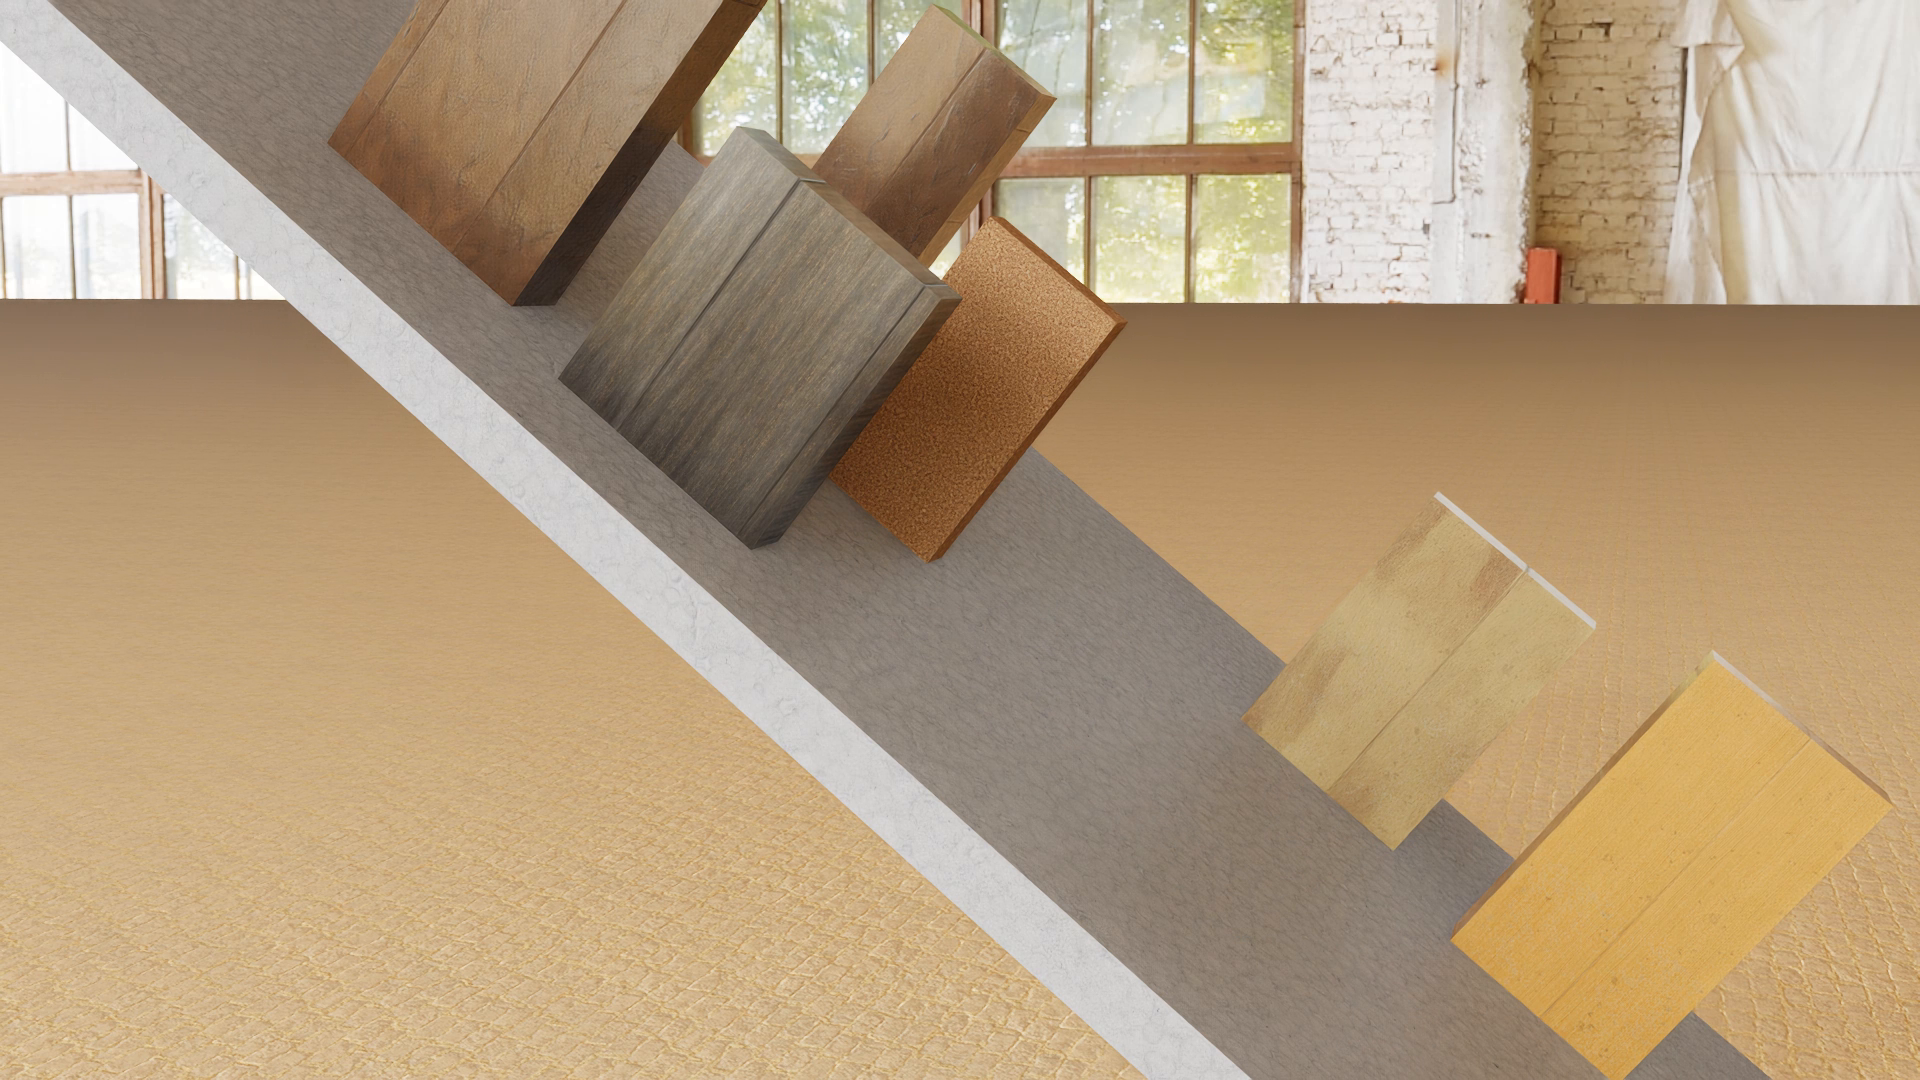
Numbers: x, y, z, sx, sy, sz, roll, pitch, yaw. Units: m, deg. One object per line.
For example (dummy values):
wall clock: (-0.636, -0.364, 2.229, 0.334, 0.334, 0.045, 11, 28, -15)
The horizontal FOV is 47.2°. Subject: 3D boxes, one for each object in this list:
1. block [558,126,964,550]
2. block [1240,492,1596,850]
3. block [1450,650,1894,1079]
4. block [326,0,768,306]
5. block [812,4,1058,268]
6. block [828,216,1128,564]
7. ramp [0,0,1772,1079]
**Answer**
block: (-0.309, -0.307, 3.358, 0.409, 0.487, 0.110, 41, 16, 9)
block: (0.881, 0.253, 4.248, 0.386, 0.575, 0.103, 41, 16, 9)
block: (1.263, 0.588, 3.942, 0.385, 0.697, 0.105, 41, 16, 9)
block: (-0.641, -0.793, 3.538, 0.423, 0.722, 0.148, 41, 16, 9)
block: (-0.119, -0.816, 4.865, 0.315, 0.651, 0.135, 41, 16, 9)
block: (0.008, -0.259, 3.824, 0.287, 0.538, 0.086, 41, 16, 9)
ramp: (-0.014, 0.065, 4.047, 4.000, 0.100, 2.000, 41, 16, 9)
